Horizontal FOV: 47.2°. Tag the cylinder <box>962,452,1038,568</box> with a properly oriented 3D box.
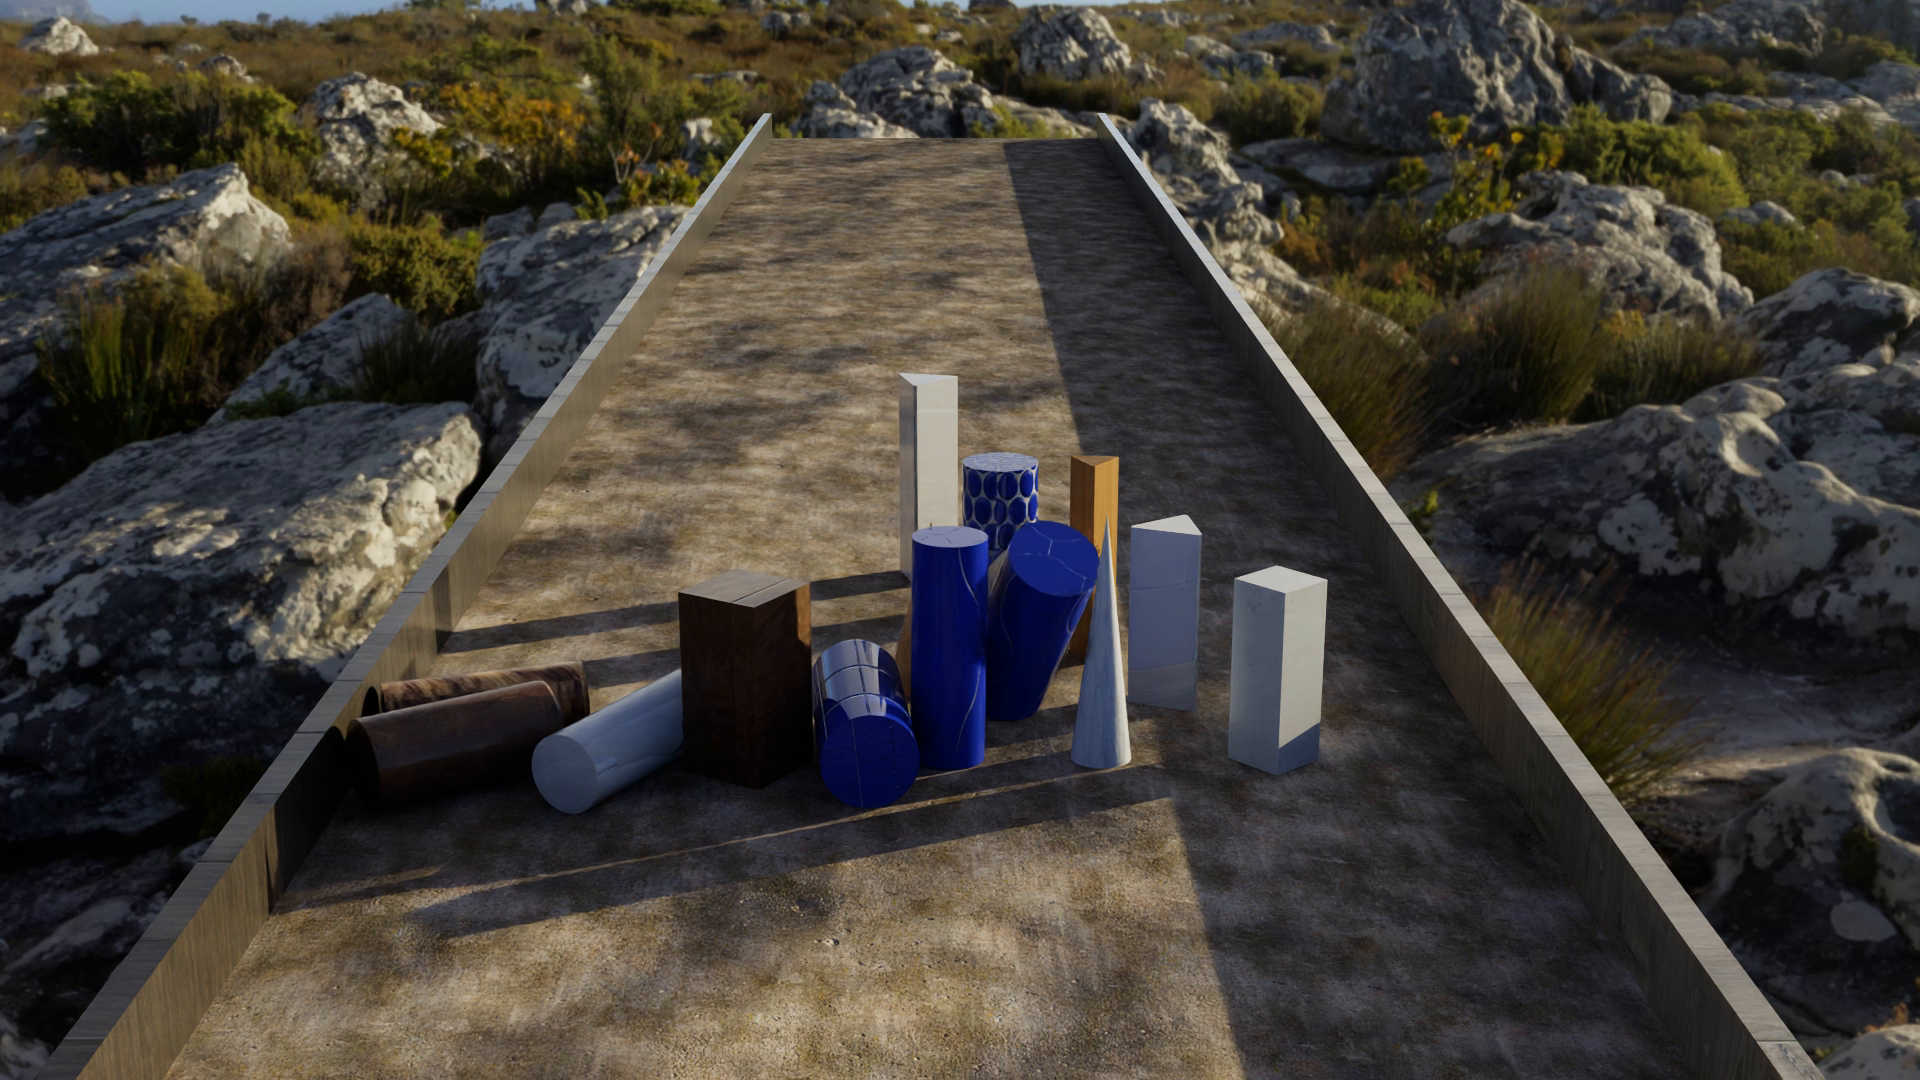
[{"bbox_3d":[0.084,-0.004,4.657,0.160,0.333,0.160,0,17,0],"label":"cylinder"}]

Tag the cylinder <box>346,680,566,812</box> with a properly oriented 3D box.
[{"bbox_3d":[-0.863,0.350,3.773,0.335,0.158,0.158,-11,20,-33],"label":"cylinder"}]

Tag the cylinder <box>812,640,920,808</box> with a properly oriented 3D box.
[{"bbox_3d":[-0.172,0.317,3.868,0.168,0.168,0.388,-2,17,-6],"label":"cylinder"}]

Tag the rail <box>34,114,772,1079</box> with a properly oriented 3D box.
[{"bbox_3d":[-1.118,-0.838,7.780,0.050,0.150,12.000,0,17,-1],"label":"rail"}]

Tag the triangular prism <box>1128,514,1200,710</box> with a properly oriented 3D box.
[{"bbox_3d":[0.404,0.133,4.171,0.136,0.346,0.118,7,18,23],"label":"triangular prism"}]

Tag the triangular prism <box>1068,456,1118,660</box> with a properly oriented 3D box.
[{"bbox_3d":[0.254,0.034,4.396,0.080,0.407,0.093,11,20,34],"label":"triangular prism"}]

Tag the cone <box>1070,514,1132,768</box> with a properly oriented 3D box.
[{"bbox_3d":[0.253,0.169,3.859,0.109,0.456,0.109,0,17,0],"label":"cone"}]

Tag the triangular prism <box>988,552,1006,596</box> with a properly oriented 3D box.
[{"bbox_3d":[0.069,0.112,4.288,0.144,0.125,0.381,-5,-16,-19],"label":"triangular prism"}]

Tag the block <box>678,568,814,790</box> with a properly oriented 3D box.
[{"bbox_3d":[-0.372,0.240,3.838,0.162,0.331,0.162,10,19,30],"label":"block"}]

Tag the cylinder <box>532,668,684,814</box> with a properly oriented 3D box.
[{"bbox_3d":[-0.569,0.343,3.828,0.140,0.140,0.380,9,19,27],"label":"cylinder"}]

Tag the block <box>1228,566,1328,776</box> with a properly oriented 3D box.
[{"bbox_3d":[0.558,0.228,3.871,0.114,0.335,0.114,-15,22,-40],"label":"block"}]

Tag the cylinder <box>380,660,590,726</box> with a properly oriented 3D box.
[{"bbox_3d":[-0.860,0.303,3.984,0.357,0.128,0.128,-6,18,-19],"label":"cylinder"}]

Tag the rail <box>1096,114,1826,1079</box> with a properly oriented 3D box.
[{"bbox_3d":[0.932,-0.844,7.801,0.050,0.150,12.000,0,17,-1],"label":"rail"}]

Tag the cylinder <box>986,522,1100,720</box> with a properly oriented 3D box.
[{"bbox_3d":[0.122,0.152,3.993,0.167,0.390,0.167,8,50,-10],"label":"cylinder"}]

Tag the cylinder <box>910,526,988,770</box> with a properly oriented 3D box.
[{"bbox_3d":[-0.020,0.190,3.868,0.133,0.409,0.133,1,17,0],"label":"cylinder"}]

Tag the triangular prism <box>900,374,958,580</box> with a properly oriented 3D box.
[{"bbox_3d":[-0.092,-0.140,4.899,0.114,0.455,0.132,15,22,42],"label":"triangular prism"}]

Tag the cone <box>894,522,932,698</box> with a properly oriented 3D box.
[{"bbox_3d":[-0.056,0.122,4.236,0.169,0.330,0.169,0,17,0],"label":"cone"}]
